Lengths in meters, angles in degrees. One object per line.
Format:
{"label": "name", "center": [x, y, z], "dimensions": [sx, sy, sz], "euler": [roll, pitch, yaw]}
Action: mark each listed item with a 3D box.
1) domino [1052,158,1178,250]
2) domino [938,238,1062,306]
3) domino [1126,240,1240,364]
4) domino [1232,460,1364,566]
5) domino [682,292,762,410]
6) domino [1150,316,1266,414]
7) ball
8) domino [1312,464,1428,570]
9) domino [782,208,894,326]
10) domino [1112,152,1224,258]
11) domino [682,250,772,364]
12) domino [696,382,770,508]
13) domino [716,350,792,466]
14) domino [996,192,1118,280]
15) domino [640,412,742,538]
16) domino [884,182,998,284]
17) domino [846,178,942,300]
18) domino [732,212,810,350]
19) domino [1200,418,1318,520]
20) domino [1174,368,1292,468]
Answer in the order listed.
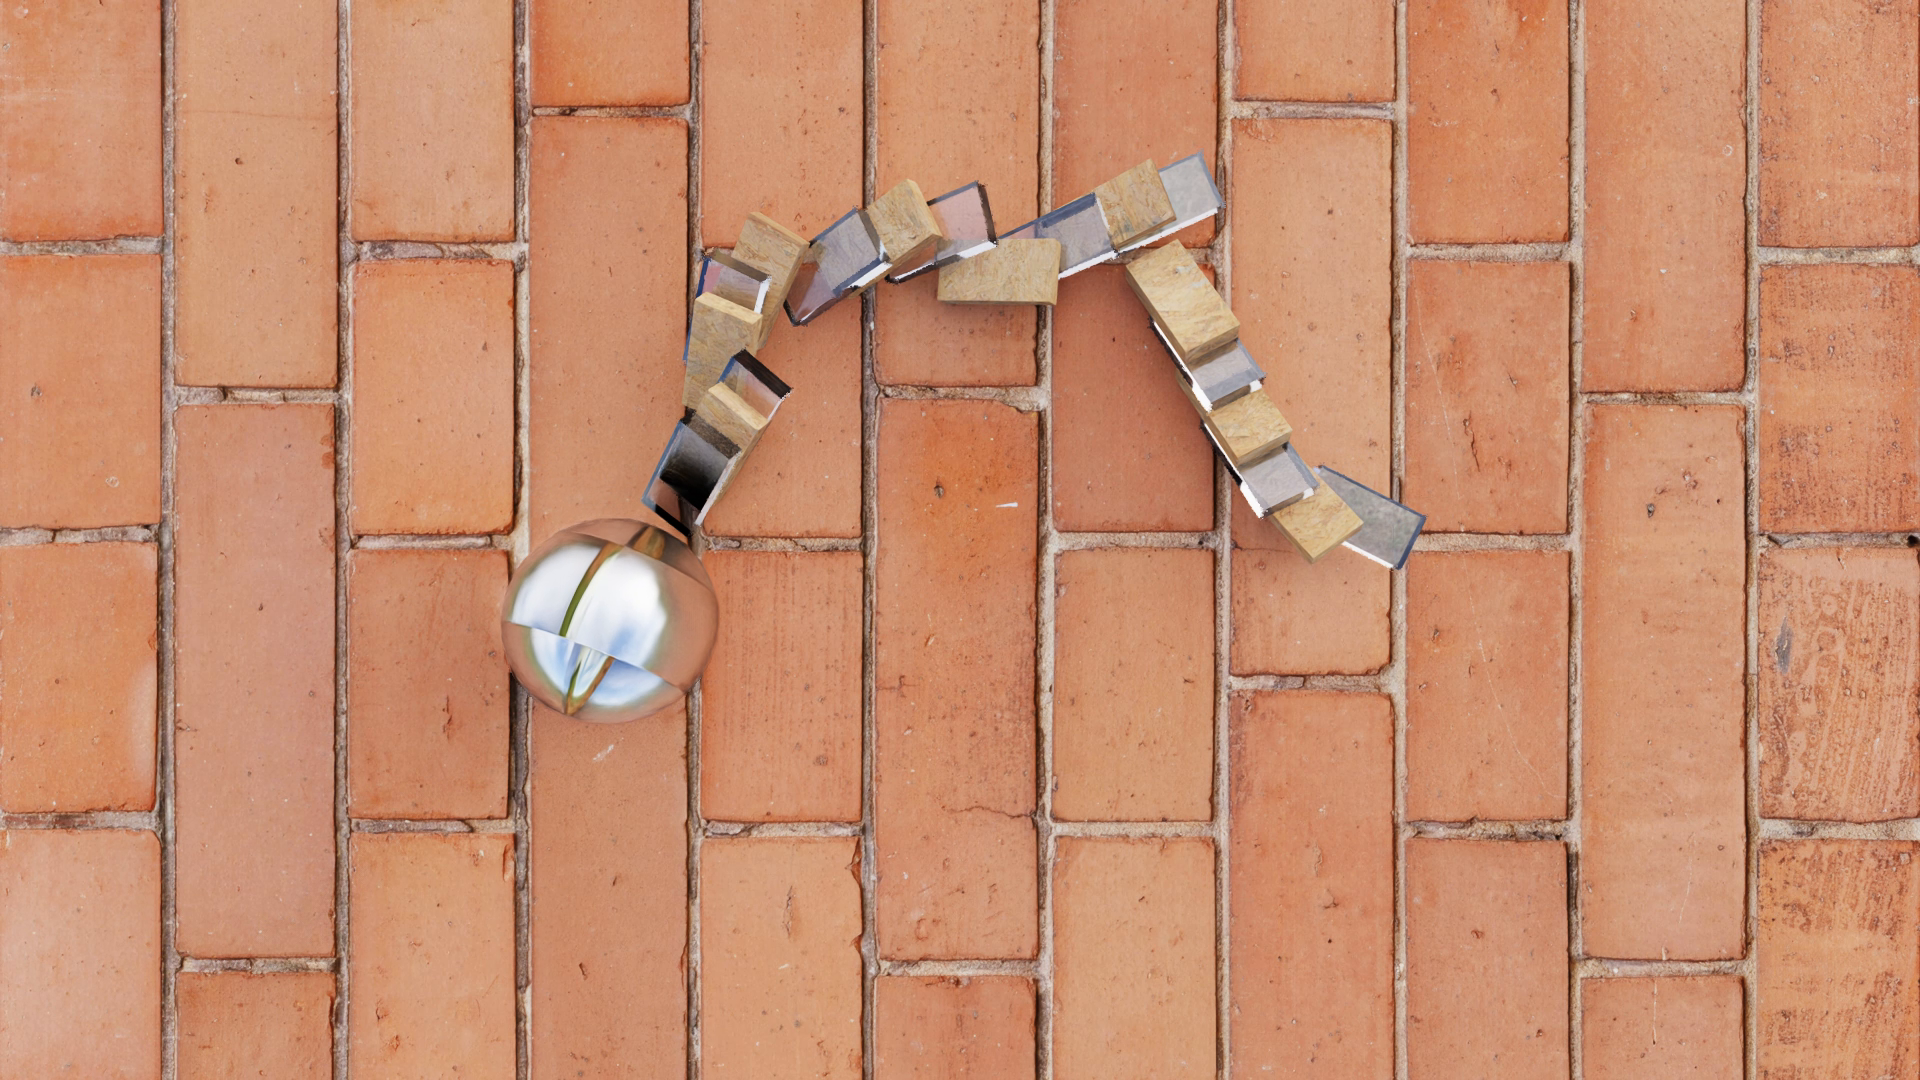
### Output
{"label": "domino", "center": [0.062, -0.135, 0.385], "dimensions": [0.050, 0.009, 0.025], "euler": [-22, 91, 23]}
{"label": "domino", "center": [0.016, -0.112, 0.385], "dimensions": [0.050, 0.010, 0.025], "euler": [7, 97, 22]}
{"label": "domino", "center": [0.093, -0.101, 0.385], "dimensions": [0.025, 0.009, 0.050], "euler": [-27, 67, 0]}
{"label": "domino", "center": [0.141, -0.017, 0.385], "dimensions": [0.025, 0.010, 0.050], "euler": [-35, 65, 1]}
{"label": "domino", "center": [-0.099, -0.074, 0.381], "dimensions": [0.025, 0.009, 0.050], "euler": [23, 128, 2]}
{"label": "domino", "center": [0.103, -0.080, 0.386], "dimensions": [0.025, 0.010, 0.050], "euler": [-27, 67, 0]}
{"label": "ball", "center": [-0.136, 0.031, 0.360], "dimensions": [0.080, 0.080, 0.080], "euler": [0, 90, 0]}
{"label": "domino", "center": [0.171, -0.010, 0.395], "dimensions": [0.050, 0.009, 0.025], "euler": [27, 90, 0]}
{"label": "domino", "center": [-0.055, -0.114, 0.385], "dimensions": [0.050, 0.009, 0.025], "euler": [-26, 90, 26]}
{"label": "domino", "center": [0.085, -0.144, 0.395], "dimensions": [0.050, 0.009, 0.025], "euler": [-24, 90, 0]}
{"label": "domino", "center": [-0.098, -0.091, 0.382], "dimensions": [0.025, 0.009, 0.050], "euler": [25, 124, 0]}
{"label": "domino", "center": [-0.102, -0.039, 0.381], "dimensions": [0.025, 0.009, 0.050], "euler": [39, 127, -4]}
{"label": "domino", "center": [-0.093, -0.052, 0.380], "dimensions": [0.025, 0.010, 0.050], "euler": [40, 127, -4]}
{"label": "domino", "center": [0.038, -0.123, 0.386], "dimensions": [0.050, 0.009, 0.025], "euler": [-18, 90, 23]}
{"label": "domino", "center": [-0.112, -0.027, 0.381], "dimensions": [0.025, 0.009, 0.050], "euler": [38, 127, -3]}
{"label": "domino", "center": [-0.011, -0.128, 0.384], "dimensions": [0.050, 0.009, 0.025], "euler": [-13, 89, 27]}
{"label": "domino", "center": [-0.034, -0.125, 0.385], "dimensions": [0.050, 0.009, 0.025], "euler": [-27, 88, 26]}
{"label": "domino", "center": [-0.085, -0.108, 0.385], "dimensions": [0.025, 0.009, 0.050], "euler": [31, 114, 0]}
{"label": "domino", "center": [0.125, -0.036, 0.385], "dimensions": [0.025, 0.009, 0.050], "euler": [-26, 65, 0]}
{"label": "domino", "center": [0.114, -0.058, 0.386], "dimensions": [0.025, 0.010, 0.050], "euler": [-26, 66, 0]}
